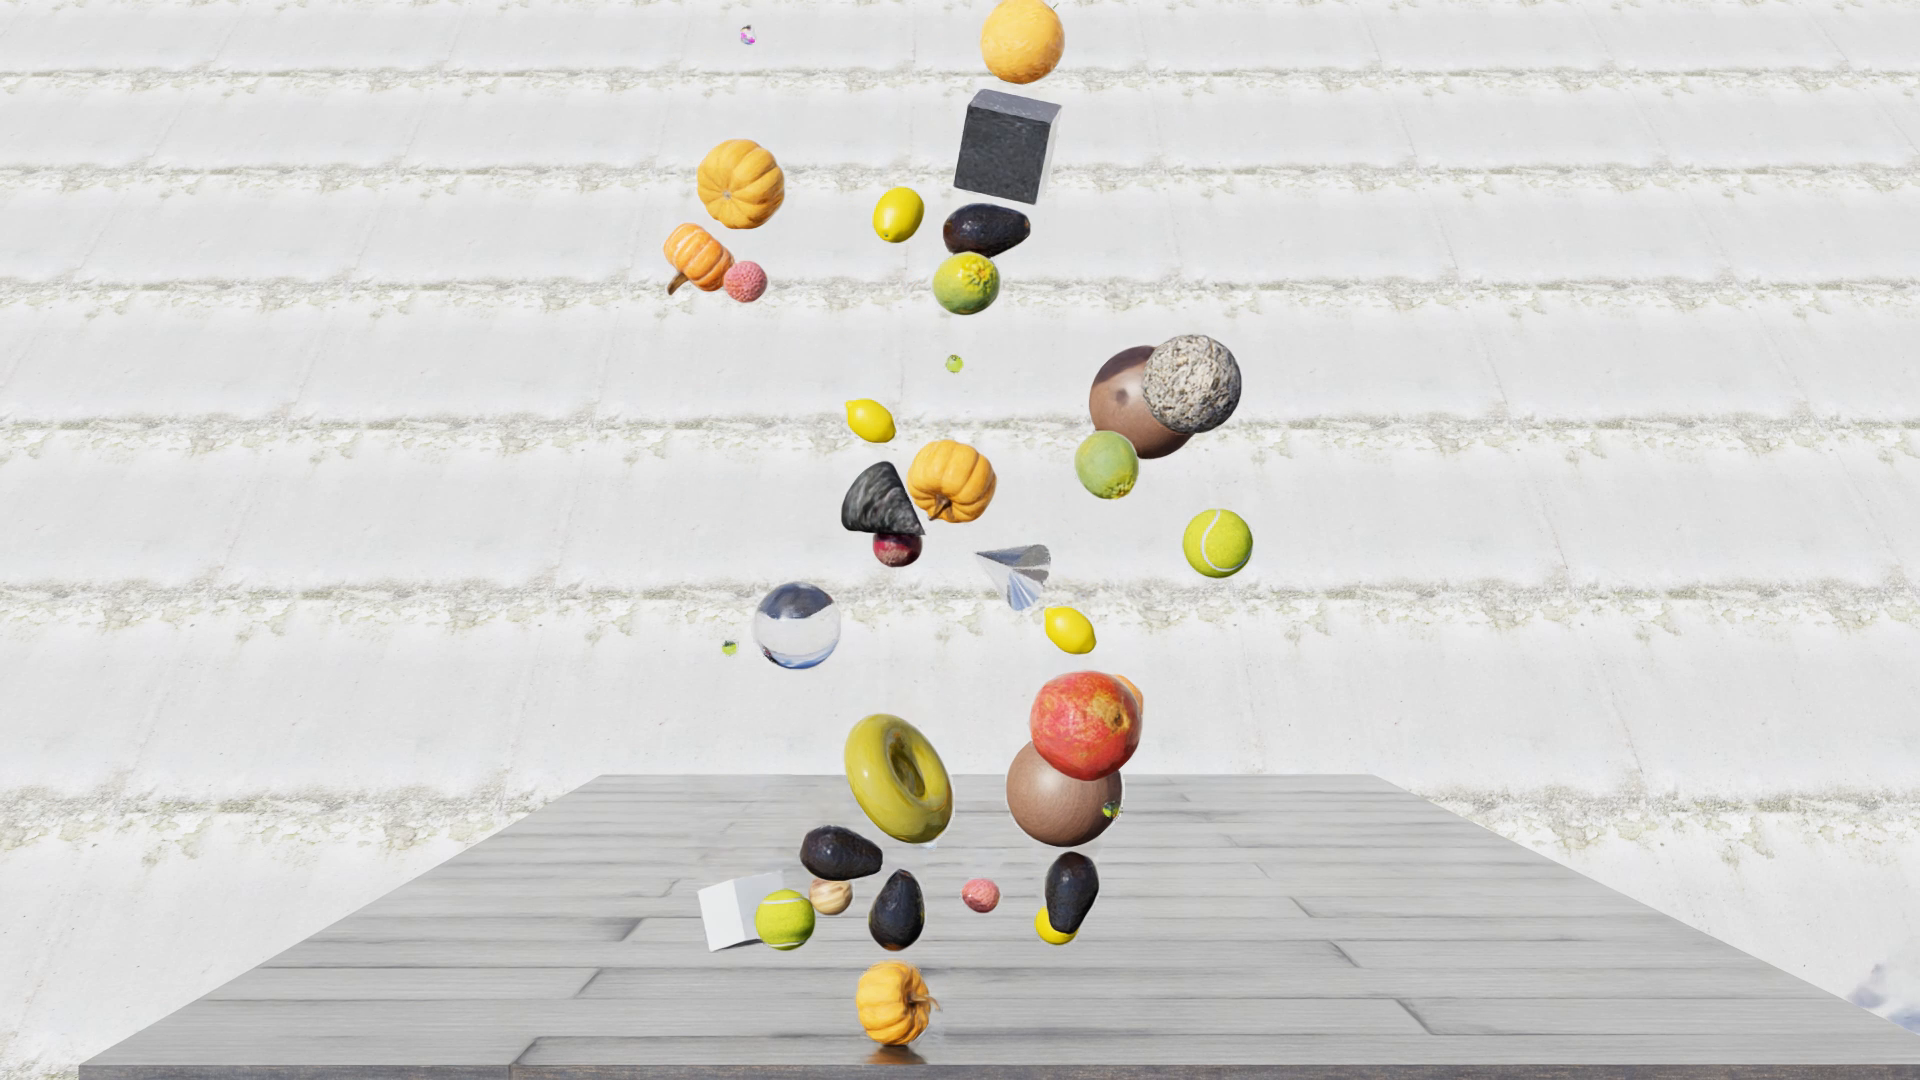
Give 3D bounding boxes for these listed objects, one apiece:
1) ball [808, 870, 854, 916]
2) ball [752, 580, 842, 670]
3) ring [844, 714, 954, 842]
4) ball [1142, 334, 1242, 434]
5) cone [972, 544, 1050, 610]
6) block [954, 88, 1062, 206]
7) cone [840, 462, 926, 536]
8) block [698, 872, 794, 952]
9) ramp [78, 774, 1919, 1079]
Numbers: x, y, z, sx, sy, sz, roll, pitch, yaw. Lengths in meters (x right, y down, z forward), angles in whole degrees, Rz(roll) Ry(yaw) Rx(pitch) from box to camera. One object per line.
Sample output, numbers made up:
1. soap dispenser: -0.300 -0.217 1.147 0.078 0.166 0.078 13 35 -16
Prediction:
1. ball: -0.149 0.406 2.987 0.052 0.052 0.052 0 32 0
2. ball: -0.179 0.094 2.859 0.098 0.098 0.098 0 32 0
3. ring: -0.064 0.251 2.731 0.049 0.148 0.148 -33 21 26
4. ball: 0.214 -0.144 2.392 0.093 0.093 0.093 0 32 0
5. cone: 0.045 0.028 2.882 0.080 0.080 0.080 24 39 31
6. block: 0.044 -0.359 2.364 0.077 0.077 0.077 13 23 5
7. cone: -0.071 -0.027 2.948 0.092 0.092 0.092 34 45 29
8. block: -0.256 0.444 3.096 0.074 0.074 0.074 -3 -15 -42
9. ramp: 0.072 0.630 4.726 2.000 0.100 4.000 0 -1 0
